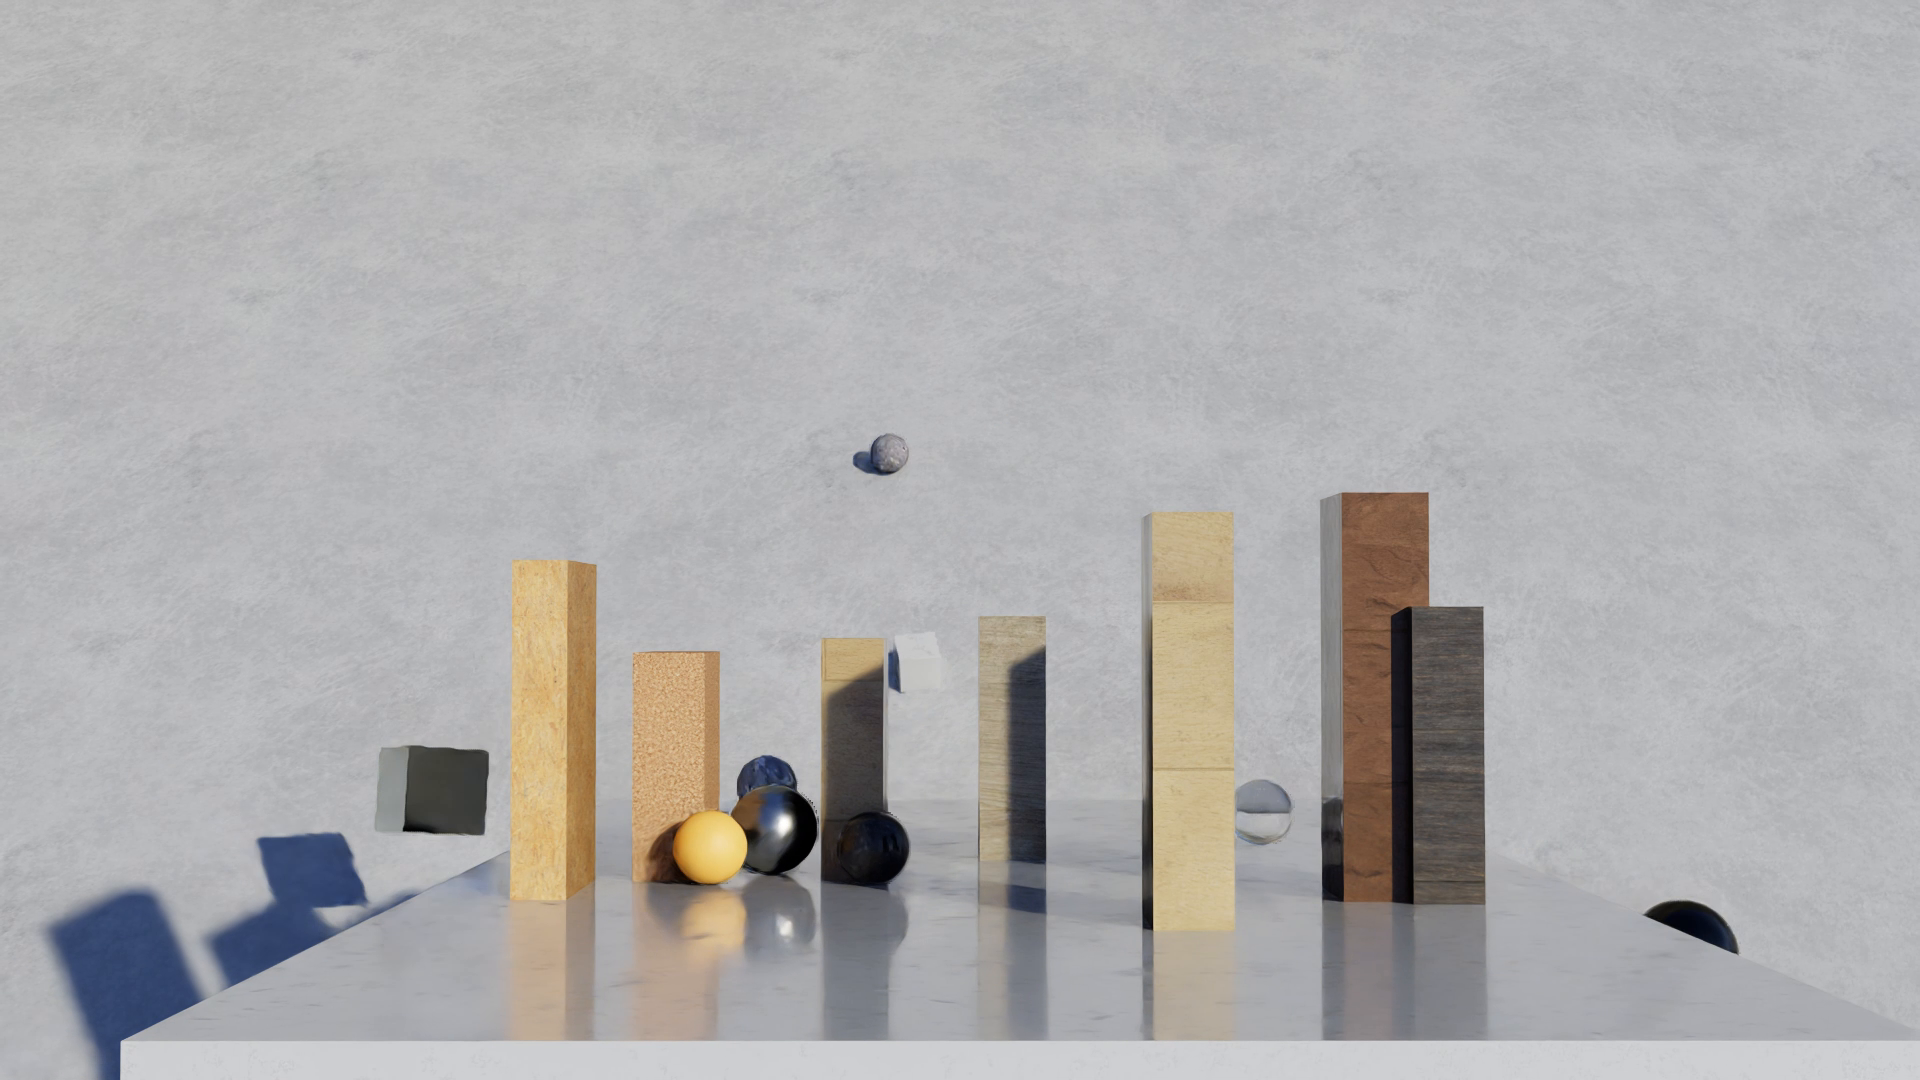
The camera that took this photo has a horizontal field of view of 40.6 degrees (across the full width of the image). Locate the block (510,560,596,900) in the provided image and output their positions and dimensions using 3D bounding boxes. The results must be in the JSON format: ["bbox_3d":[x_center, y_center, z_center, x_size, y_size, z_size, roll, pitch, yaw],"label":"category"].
[{"bbox_3d":[-0.704,0.323,4.517,0.093,0.568,0.349,0,-2,0],"label":"block"}]

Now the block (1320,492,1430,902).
[{"bbox_3d":[0.707,0.264,4.439,0.145,0.679,0.258,0,-2,0],"label":"block"}]

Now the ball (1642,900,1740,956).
[{"bbox_3d":[1.318,0.756,4.740,0.200,0.200,0.200,0,35,0],"label":"ball"}]

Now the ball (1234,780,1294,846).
[{"bbox_3d":[0.629,0.569,5.434,0.137,0.137,0.137,0,35,0],"label":"ball"}]

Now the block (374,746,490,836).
[{"bbox_3d":[-1.245,0.593,6.124,0.197,0.197,0.197,7,-10,-31],"label":"block"}]

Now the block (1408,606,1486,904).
[{"bbox_3d":[0.802,0.358,4.401,0.118,0.489,0.272,0,-2,0],"label":"block"}]

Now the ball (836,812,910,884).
[{"bbox_3d":[-0.154,0.545,4.605,0.129,0.129,0.129,0,35,0],"label":"ball"}]

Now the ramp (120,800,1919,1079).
[{"bbox_3d":[0.078,0.668,4.851,2.000,0.100,4.000,0,-2,0],"label":"ramp"}]

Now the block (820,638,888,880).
[{"bbox_3d":[-0.194,0.400,4.834,0.112,0.434,0.320,0,-2,0],"label":"block"}]

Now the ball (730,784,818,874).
[{"bbox_3d":[-0.346,0.534,4.802,0.164,0.164,0.164,0,35,0],"label":"ball"}]

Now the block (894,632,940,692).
[{"bbox_3d":[-0.121,0.346,7.366,0.116,0.116,0.116,-5,36,-7],"label":"block"}]

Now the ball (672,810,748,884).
[{"bbox_3d":[-0.442,0.544,4.599,0.131,0.131,0.131,0,35,0],"label":"ball"}]

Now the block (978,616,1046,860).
[{"bbox_3d":[0.103,0.394,5.283,0.130,0.477,0.395,0,-2,0],"label":"block"}]

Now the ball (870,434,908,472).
[{"bbox_3d":[-0.223,-0.275,8.237,0.123,0.123,0.123,0,35,0],"label":"ball"}]

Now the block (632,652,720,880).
[{"bbox_3d":[-0.524,0.412,4.813,0.129,0.409,0.293,0,-2,0],"label":"block"}]

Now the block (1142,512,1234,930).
[{"bbox_3d":[0.351,0.276,4.026,0.122,0.628,0.241,0,-2,0],"label":"block"}]

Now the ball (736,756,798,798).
[{"bbox_3d":[-0.466,0.593,6.263,0.146,0.146,0.146,0,35,0],"label":"ball"}]
